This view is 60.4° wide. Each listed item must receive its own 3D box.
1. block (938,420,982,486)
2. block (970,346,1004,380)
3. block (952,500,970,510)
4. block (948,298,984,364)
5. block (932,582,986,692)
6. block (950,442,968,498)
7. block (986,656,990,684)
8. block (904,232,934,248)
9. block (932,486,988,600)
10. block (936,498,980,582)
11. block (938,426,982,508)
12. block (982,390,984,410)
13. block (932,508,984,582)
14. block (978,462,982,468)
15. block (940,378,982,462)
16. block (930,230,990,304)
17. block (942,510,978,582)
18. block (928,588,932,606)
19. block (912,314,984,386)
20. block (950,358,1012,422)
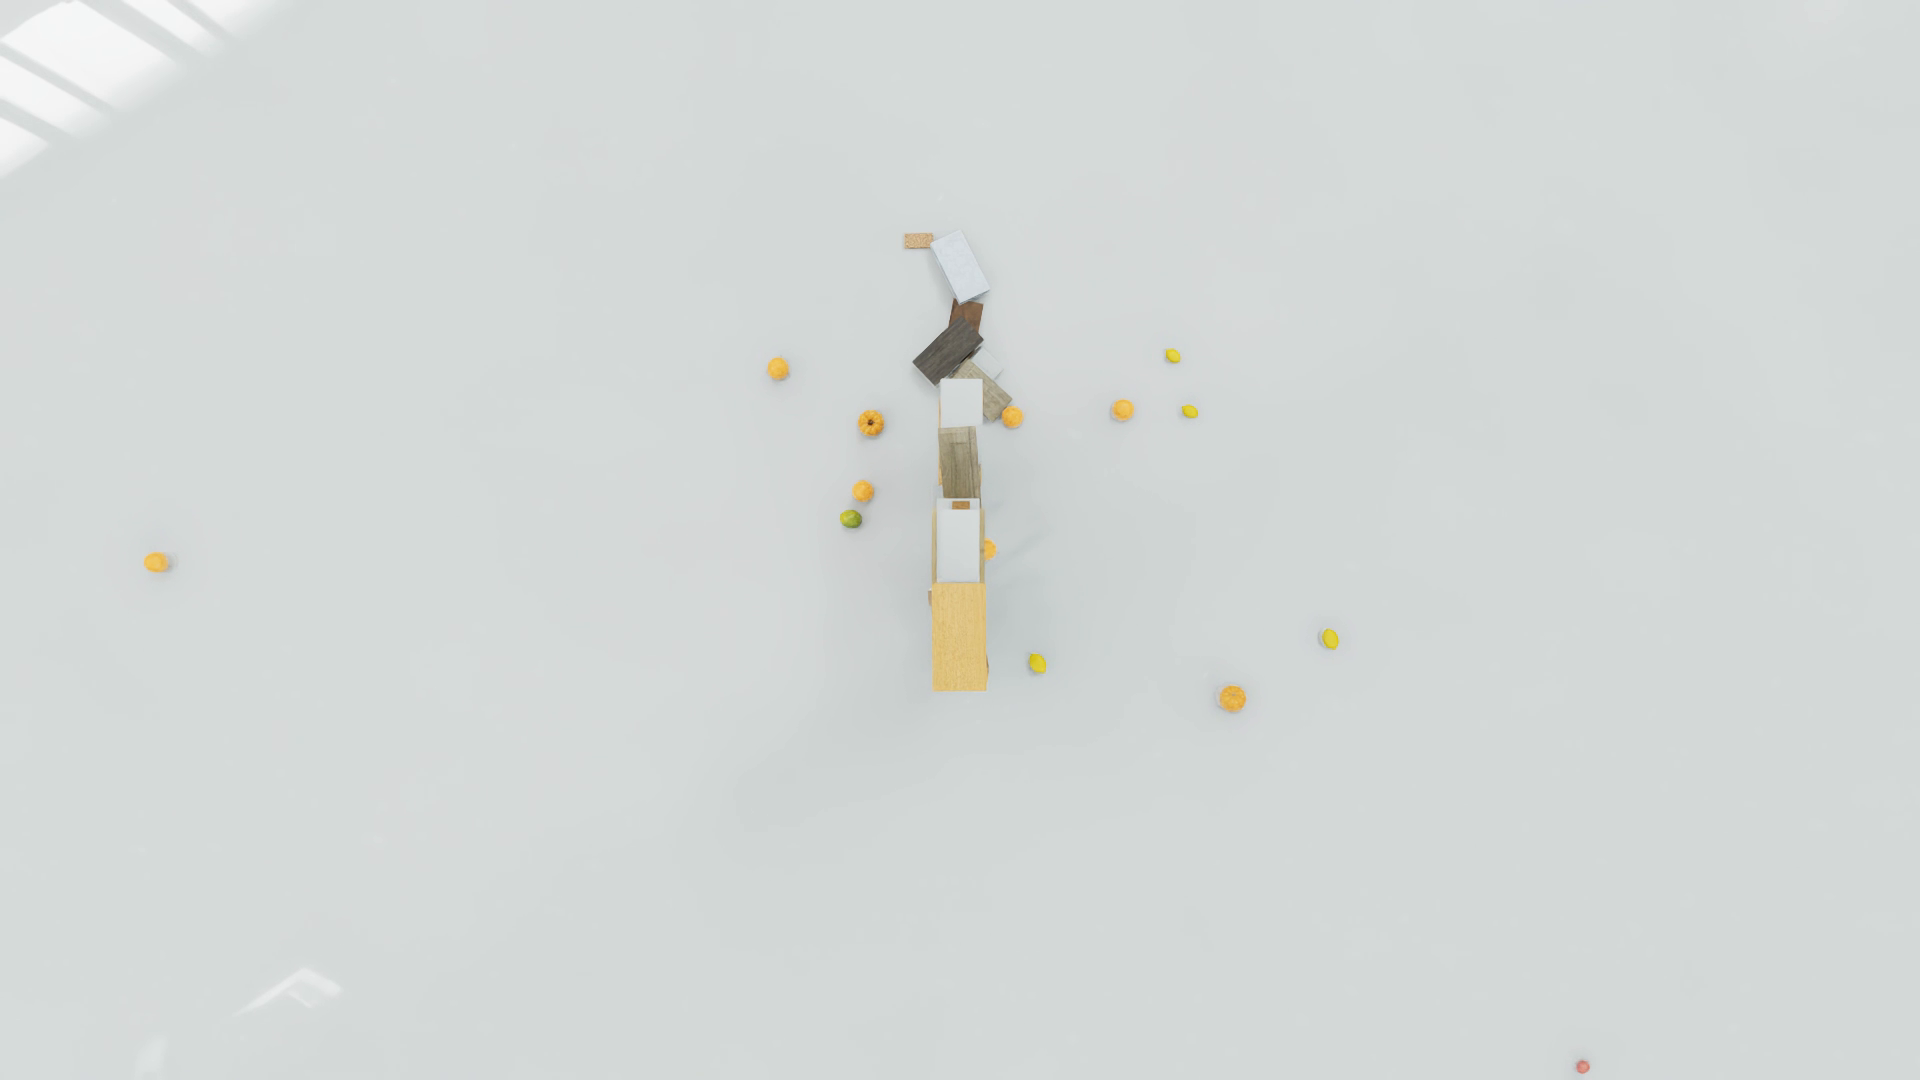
[{"bbox_3d":[0.001,-0.308,5.211,0.135,0.038,0.270,1,90,0],"label":"block"},{"bbox_3d":[0.041,-0.530,5.468,0.102,0.029,0.204,41,90,-21],"label":"block"},{"bbox_3d":[0.003,-0.084,4.438,0.047,0.095,0.013,0,110,0],"label":"block"},{"bbox_3d":[0.010,-0.692,5.486,0.102,0.029,0.204,11,90,0],"label":"block"},{"bbox_3d":[-0.002,0.247,4.207,0.137,0.039,0.275,0,90,0],"label":"block"},{"bbox_3d":[-0.001,-0.174,4.902,0.047,0.013,0.263,-1,125,1],"label":"block"},{"bbox_3d":[0.005,0.335,4.364,0.137,0.275,0.039,6,92,0],"label":"block"},{"bbox_3d":[-0.137,-0.997,5.493,0.095,0.013,0.047,-2,90,0],"label":"block"},{"bbox_3d":[0.001,0.009,5.124,0.175,0.050,0.351,0,90,0],"label":"block"},{"bbox_3d":[-0.005,0.003,4.501,0.116,0.033,0.231,0,90,0],"label":"block"},{"bbox_3d":[0.001,-0.198,4.913,0.112,0.032,0.305,-3,125,2],"label":"block"},{"bbox_3d":[0.009,-0.420,5.067,0.124,0.248,0.035,1,82,0],"label":"block"},{"bbox_3d":[-0.005,0.062,4.771,0.153,0.043,0.307,0,90,0],"label":"block"},{"bbox_3d":[0.002,-0.244,5.067,0.124,0.247,0.035,0,88,0],"label":"block"},{"bbox_3d":[0.005,-0.356,4.925,0.124,0.035,0.248,0,90,0],"label":"block"},{"bbox_3d":[0.000,-0.904,5.467,0.112,0.032,0.224,-26,85,-8],"label":"block"},{"bbox_3d":[0.001,0.015,4.284,0.094,0.027,0.187,0,90,0],"label":"block"},{"bbox_3d":[-0.016,0.164,4.946,0.153,0.307,0.043,-4,90,0],"label":"block"},{"bbox_3d":[-0.040,-0.625,5.455,0.224,0.032,0.112,-43,90,0],"label":"block"},{"bbox_3d":[0.066,-0.495,5.452,0.204,0.029,0.102,41,90,-20],"label":"block"}]
